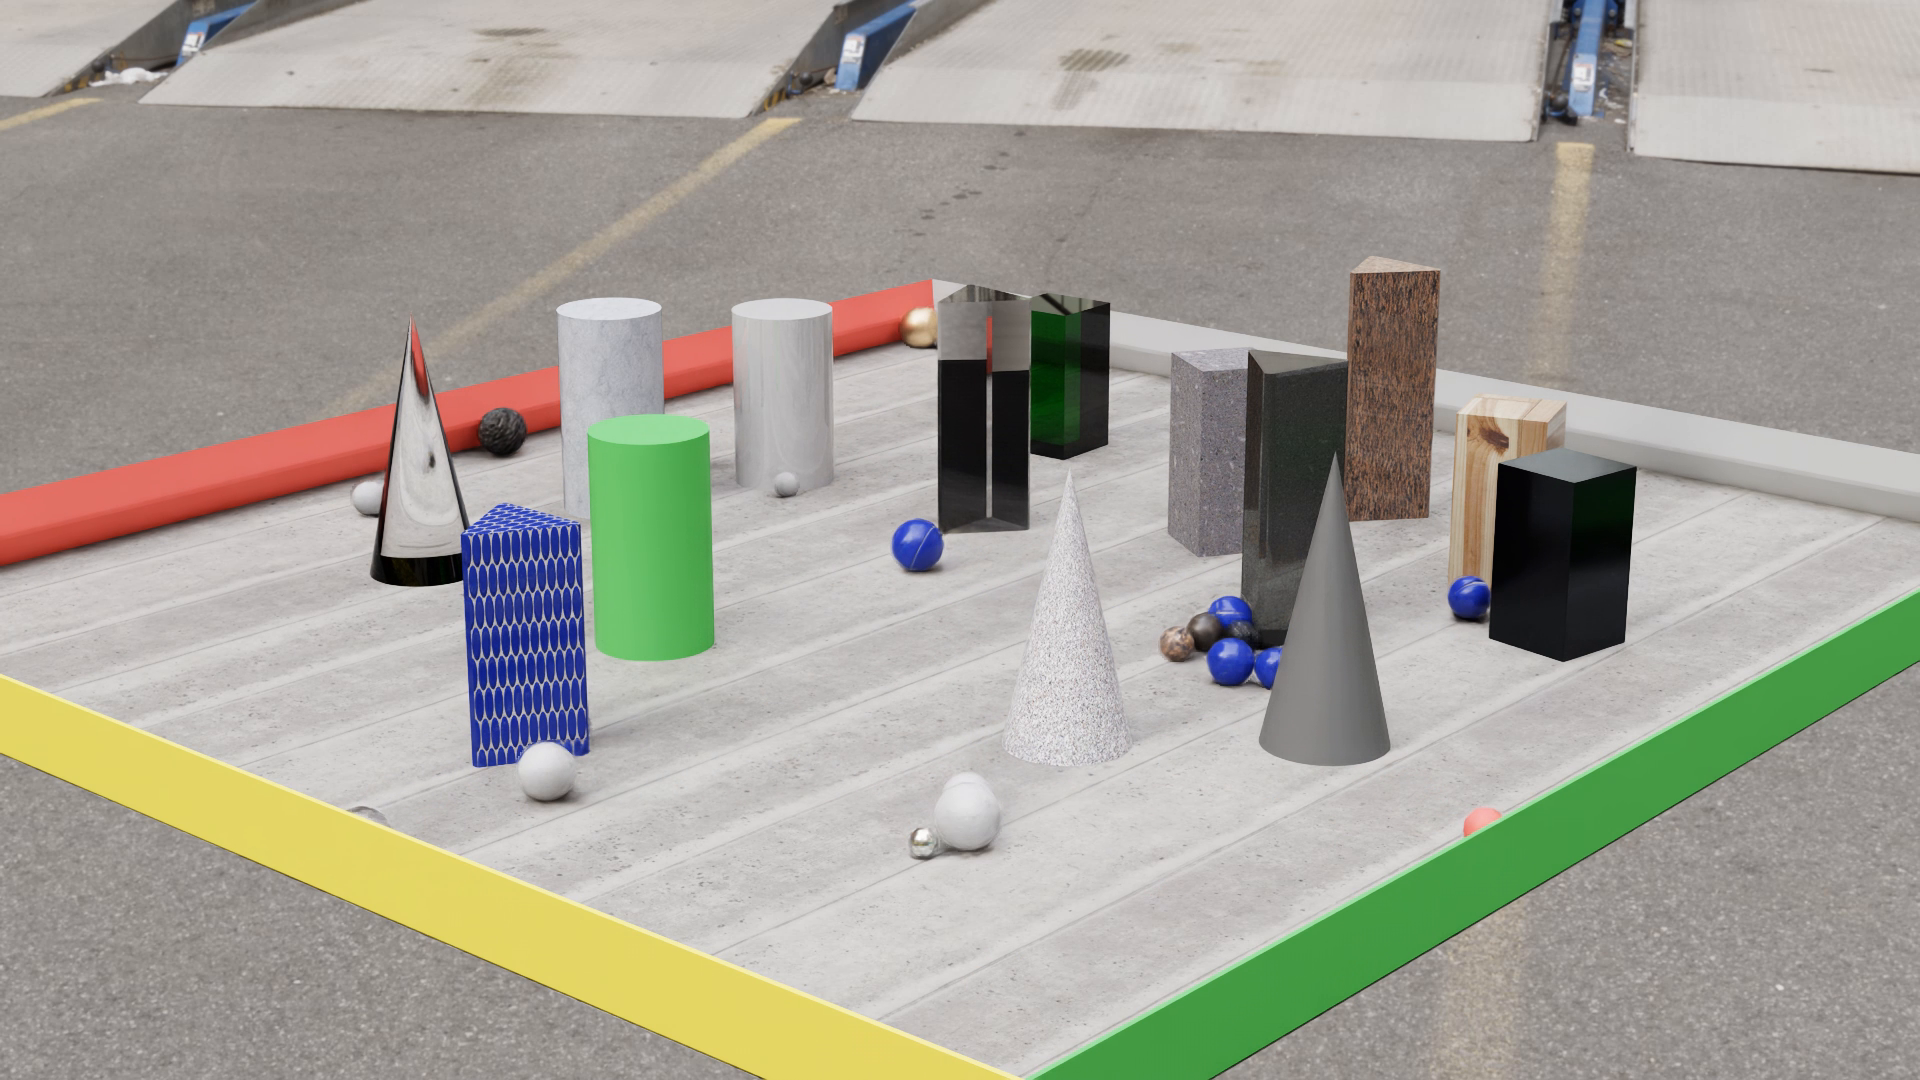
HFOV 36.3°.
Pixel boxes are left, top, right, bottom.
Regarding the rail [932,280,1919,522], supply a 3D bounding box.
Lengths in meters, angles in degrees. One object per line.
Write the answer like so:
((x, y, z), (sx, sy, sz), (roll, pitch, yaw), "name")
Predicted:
((0.990, -0.296, 6.211), (2.841, 0.129, 0.045), (14, 22, 39), "rail")

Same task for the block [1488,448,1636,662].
((0.996, 0.022, 4.854), (0.159, 0.304, 0.159), (-13, 21, -38), "block")

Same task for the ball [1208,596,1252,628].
((0.449, 0.131, 4.890), (0.075, 0.075, 0.075), (0, 17, 0), "ball")

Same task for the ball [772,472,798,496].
((-0.342, -0.110, 5.735), (0.048, 0.048, 0.048), (0, 17, 0), "ball")

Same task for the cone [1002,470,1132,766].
((0.162, 0.099, 4.375), (0.199, 0.433, 0.199), (0, 17, 0), "cone")

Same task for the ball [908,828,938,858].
((-0.051, 0.413, 4.010), (0.041, 0.041, 0.041), (0, 17, 0), "ball")

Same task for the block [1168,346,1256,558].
((0.488, -0.163, 5.393), (0.159, 0.348, 0.159), (-5, 17, -16), "block")

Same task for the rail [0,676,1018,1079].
((-0.990, 0.361, 4.028), (2.841, 0.129, 0.045), (14, 22, 39), "rail")

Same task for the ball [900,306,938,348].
((-0.091, -0.506, 6.962), (0.099, 0.099, 0.099), (0, 17, 0), "ball")

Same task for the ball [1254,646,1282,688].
((0.502, 0.203, 4.663), (0.067, 0.067, 0.067), (0, 17, 0), "ball")

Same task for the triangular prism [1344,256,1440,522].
((0.798, -0.290, 5.585), (0.172, 0.480, 0.149), (-3, 17, -9), "triangular prism")

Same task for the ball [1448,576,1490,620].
((0.869, 0.098, 4.999), (0.074, 0.074, 0.074), (0, 17, 0), "ball")

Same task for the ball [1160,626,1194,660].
((0.355, 0.169, 4.795), (0.057, 0.057, 0.057), (0, 17, 0), "ball")

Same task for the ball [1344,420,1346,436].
((0.840, -0.231, 6.061), (0.092, 0.092, 0.092), (0, 17, 0), "ball")

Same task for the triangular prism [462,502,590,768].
((-0.661, 0.136, 4.381), (0.172, 0.359, 0.149), (-6, 18, -18), "triangular prism")

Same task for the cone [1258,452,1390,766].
((0.552, 0.087, 4.371), (0.199, 0.458, 0.199), (0, 17, 0), "cone")

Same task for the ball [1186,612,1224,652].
((0.405, 0.152, 4.840), (0.064, 0.064, 0.064), (0, 17, 0), "ball")

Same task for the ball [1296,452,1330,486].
((0.699, -0.141, 5.804), (0.068, 0.068, 0.068), (0, 17, 0), "ball")

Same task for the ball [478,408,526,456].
((-0.941, -0.223, 6.026), (0.098, 0.098, 0.098), (0, 17, 0), "ball")

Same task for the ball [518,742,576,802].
((-0.593, 0.332, 4.205), (0.084, 0.084, 0.084), (0, 17, 0), "ball")

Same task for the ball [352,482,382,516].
((-1.130, -0.080, 5.608), (0.064, 0.064, 0.064), (0, 17, 0), "ball")

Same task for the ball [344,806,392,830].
((-0.811, 0.403, 3.970), (0.085, 0.085, 0.085), (0, 17, 0), "ball")

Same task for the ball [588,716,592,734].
((-0.581, 0.281, 4.441), (0.046, 0.046, 0.046), (0, 17, 0), "ball")

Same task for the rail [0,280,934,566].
((-1.055, -0.232, 5.997), (0.045, 0.129, 3.066), (14, 22, 39), "rail")

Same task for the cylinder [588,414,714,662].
((-0.508, -0.005, 4.837), (0.199, 0.366, 0.199), (0, 17, 0), "cylinder")

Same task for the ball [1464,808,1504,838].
((0.722, 0.399, 4.024), (0.061, 0.061, 0.061), (0, 17, 0), "ball")

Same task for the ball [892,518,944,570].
((-0.076, 0.008, 5.265), (0.094, 0.094, 0.094), (0, 17, 0), "ball")

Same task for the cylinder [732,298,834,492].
((-0.350, -0.288, 5.812), (0.199, 0.346, 0.199), (0, 17, 0), "cylinder")

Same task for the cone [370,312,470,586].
((-0.961, -0.175, 5.205), (0.199, 0.479, 0.199), (0, 17, 0), "cone")

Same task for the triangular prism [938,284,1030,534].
((0.033, -0.248, 5.512), (0.172, 0.442, 0.149), (-3, 17, -10), "triangular prism")

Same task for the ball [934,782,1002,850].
((0.011, 0.380, 4.033), (0.093, 0.093, 0.093), (0, 17, 0), "ball")

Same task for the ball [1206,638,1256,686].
((0.432, 0.193, 4.680), (0.077, 0.077, 0.077), (0, 17, 0), "ball")

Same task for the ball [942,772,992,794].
((0.011, 0.363, 4.119), (0.074, 0.074, 0.074), (0, 17, 0), "ball")

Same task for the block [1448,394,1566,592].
((0.963, -0.079, 5.162), (0.159, 0.319, 0.159), (7, 18, 22), "block")

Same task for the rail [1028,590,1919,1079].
((1.055, 0.296, 4.243), (0.045, 0.129, 3.066), (14, 22, 39), "rail")

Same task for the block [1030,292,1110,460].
((0.198, -0.339, 6.058), (0.159, 0.302, 0.159), (13, 21, 36), "block")

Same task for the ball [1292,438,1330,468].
((0.704, -0.167, 5.872), (0.078, 0.078, 0.078), (0, 17, 0), "ball")

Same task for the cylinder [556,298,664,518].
((-0.666, -0.253, 5.618), (0.199, 0.389, 0.199), (0, 17, 0), "cylinder")

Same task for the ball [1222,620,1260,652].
((0.462, 0.160, 4.817), (0.060, 0.060, 0.060), (0, 17, 0), "ball")

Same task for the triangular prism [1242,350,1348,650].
((0.524, -0.074, 4.888), (0.172, 0.469, 0.149), (-11, 20, -32), "triangular prism")
